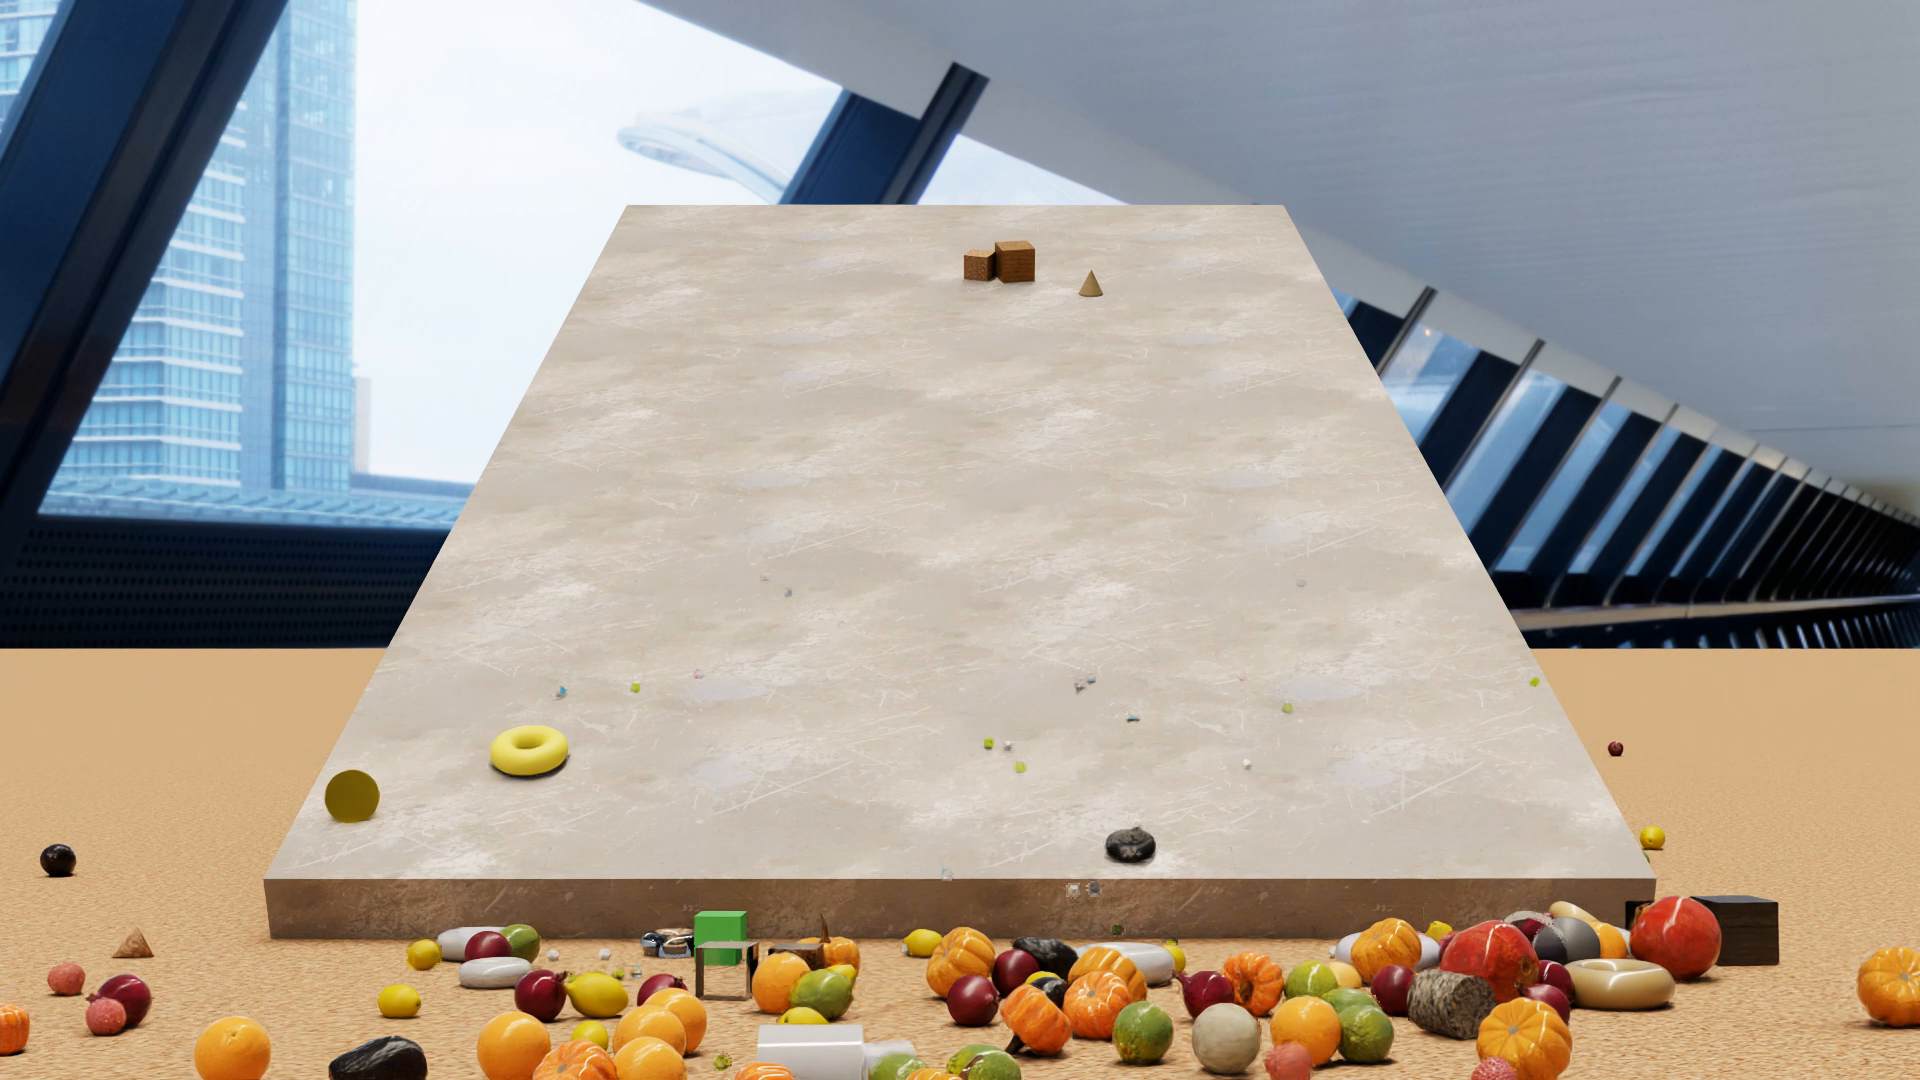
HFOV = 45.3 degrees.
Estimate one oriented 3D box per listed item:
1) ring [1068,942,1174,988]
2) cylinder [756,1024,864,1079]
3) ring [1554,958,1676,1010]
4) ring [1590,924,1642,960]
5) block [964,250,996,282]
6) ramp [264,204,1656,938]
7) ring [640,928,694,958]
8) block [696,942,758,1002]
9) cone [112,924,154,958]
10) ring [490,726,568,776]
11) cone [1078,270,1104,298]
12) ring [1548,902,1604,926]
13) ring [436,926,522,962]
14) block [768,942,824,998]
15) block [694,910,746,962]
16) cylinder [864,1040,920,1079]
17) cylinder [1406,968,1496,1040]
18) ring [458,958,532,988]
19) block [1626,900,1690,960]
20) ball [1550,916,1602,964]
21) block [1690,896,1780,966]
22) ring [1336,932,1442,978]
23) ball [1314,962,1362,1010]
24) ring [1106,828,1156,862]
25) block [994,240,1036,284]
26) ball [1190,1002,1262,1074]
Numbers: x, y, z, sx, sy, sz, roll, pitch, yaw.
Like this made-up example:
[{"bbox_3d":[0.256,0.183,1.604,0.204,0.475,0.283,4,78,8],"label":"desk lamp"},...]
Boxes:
[{"bbox_3d":[0.204,0.537,2.907,0.136,0.045,0.136,0,-4,0],"label":"ring"},{"bbox_3d":[-0.132,0.475,2.034,0.091,0.091,0.091,0,-3,-1],"label":"cylinder"},{"bbox_3d":[0.778,0.529,2.734,0.139,0.046,0.139,-1,-2,0],"label":"ring"},{"bbox_3d":[0.834,0.543,3.064,0.142,0.047,0.142,-1,-1,0],"label":"ring"},{"bbox_3d":[0.053,-0.746,6.236,0.067,0.067,0.067,8,23,19],"label":"block"},{"bbox_3d":[-0.007,-0.222,5.169,2.000,0.100,4.000,0,22,0],"label":"ramp"},{"bbox_3d":[-0.393,0.555,3.168,0.095,0.032,0.095,0,-1,0],"label":"ring"},{"bbox_3d":[-0.282,0.523,2.788,0.063,0.063,0.063,0,-3,9],"label":"block"},{"bbox_3d":[-1.134,0.558,3.134,0.051,0.051,0.051,-28,8,-21],"label":"cone"},{"bbox_3d":[-0.679,0.331,3.621,0.123,0.041,0.123,-1,23,0],"label":"ring"},{"bbox_3d":[0.348,-0.685,6.088,0.067,0.067,0.067,0,22,0],"label":"cone"},{"bbox_3d":[0.860,0.537,3.179,0.101,0.034,0.101,36,-7,5],"label":"ring"},{"bbox_3d":[-0.654,0.550,3.129,0.117,0.039,0.117,0,-4,0],"label":"ring"},{"bbox_3d":[-0.200,0.526,2.816,0.057,0.057,0.057,0,-3,7],"label":"block"},{"bbox_3d":[-0.324,0.537,3.113,0.062,0.062,0.062,0,-3,3],"label":"block"},{"bbox_3d":[-0.073,0.500,2.174,0.052,0.052,0.052,1,-3,-25],"label":"cylinder"},{"bbox_3d":[0.538,0.508,2.519,0.068,0.068,0.068,1,-3,-29],"label":"cylinder"},{"bbox_3d":[-0.583,0.543,2.882,0.093,0.031,0.093,-1,-3,0],"label":"ring"},{"bbox_3d":[0.966,0.535,3.159,0.071,0.071,0.071,1,-3,-15],"label":"block"},{"bbox_3d":[0.770,0.519,2.912,0.082,0.082,0.082,0,-3,0],"label":"ball"},{"bbox_3d":[1.042,0.526,3.095,0.084,0.084,0.084,0,-3,-8],"label":"block"},{"bbox_3d":[0.559,0.540,2.994,0.139,0.046,0.139,0,-1,0],"label":"ring"},{"bbox_3d":[0.443,0.522,2.693,0.055,0.055,0.055,0,-3,0],"label":"ball"},{"bbox_3d":[0.250,0.447,3.362,0.075,0.025,0.075,-1,22,1],"label":"ring"},{"bbox_3d":[0.148,-0.754,6.227,0.090,0.090,0.090,-5,23,-12],"label":"block"},{"bbox_3d":[0.265,0.497,2.293,0.070,0.070,0.070,0,-3,0],"label":"ball"}]
